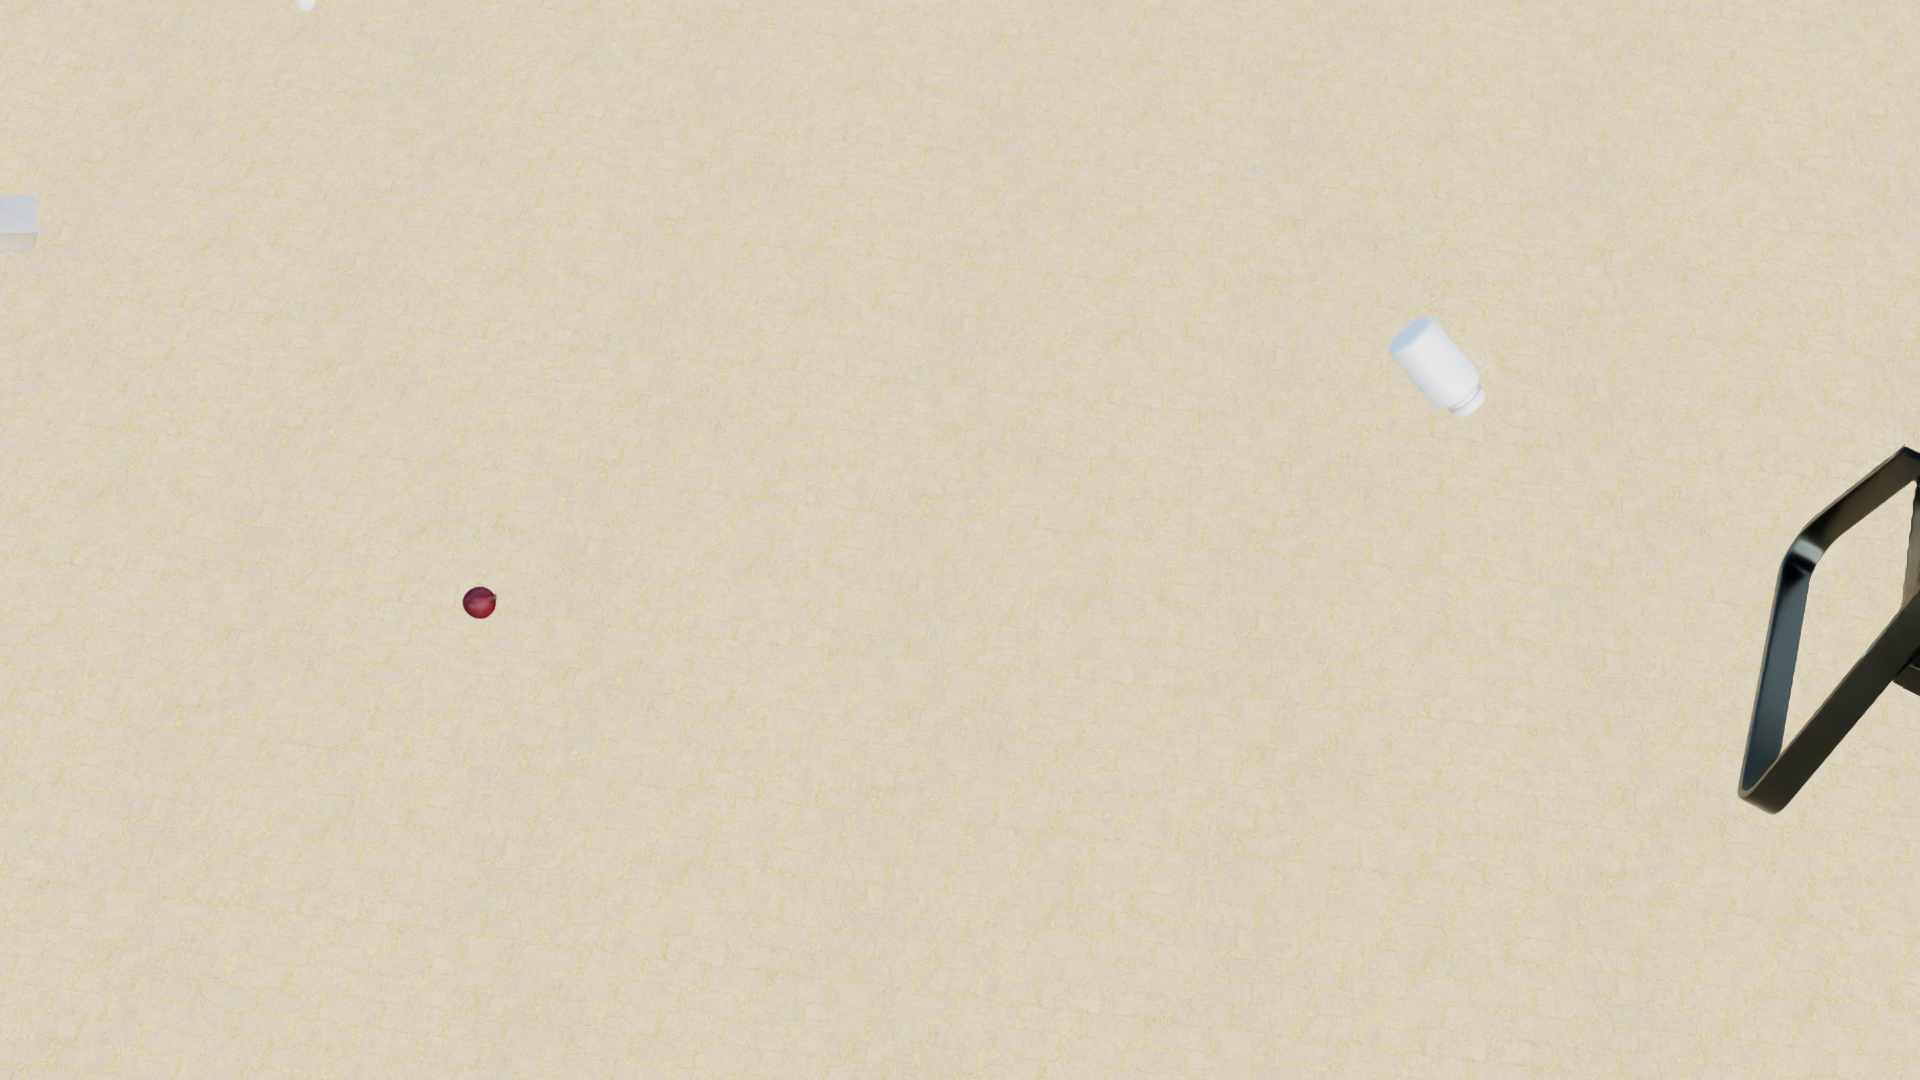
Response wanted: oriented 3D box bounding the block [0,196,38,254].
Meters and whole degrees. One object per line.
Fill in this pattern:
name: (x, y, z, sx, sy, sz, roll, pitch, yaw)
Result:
block: (-2.012, -0.653, 4.561, 0.169, 0.143, 0.081, -5, 82, -29)
